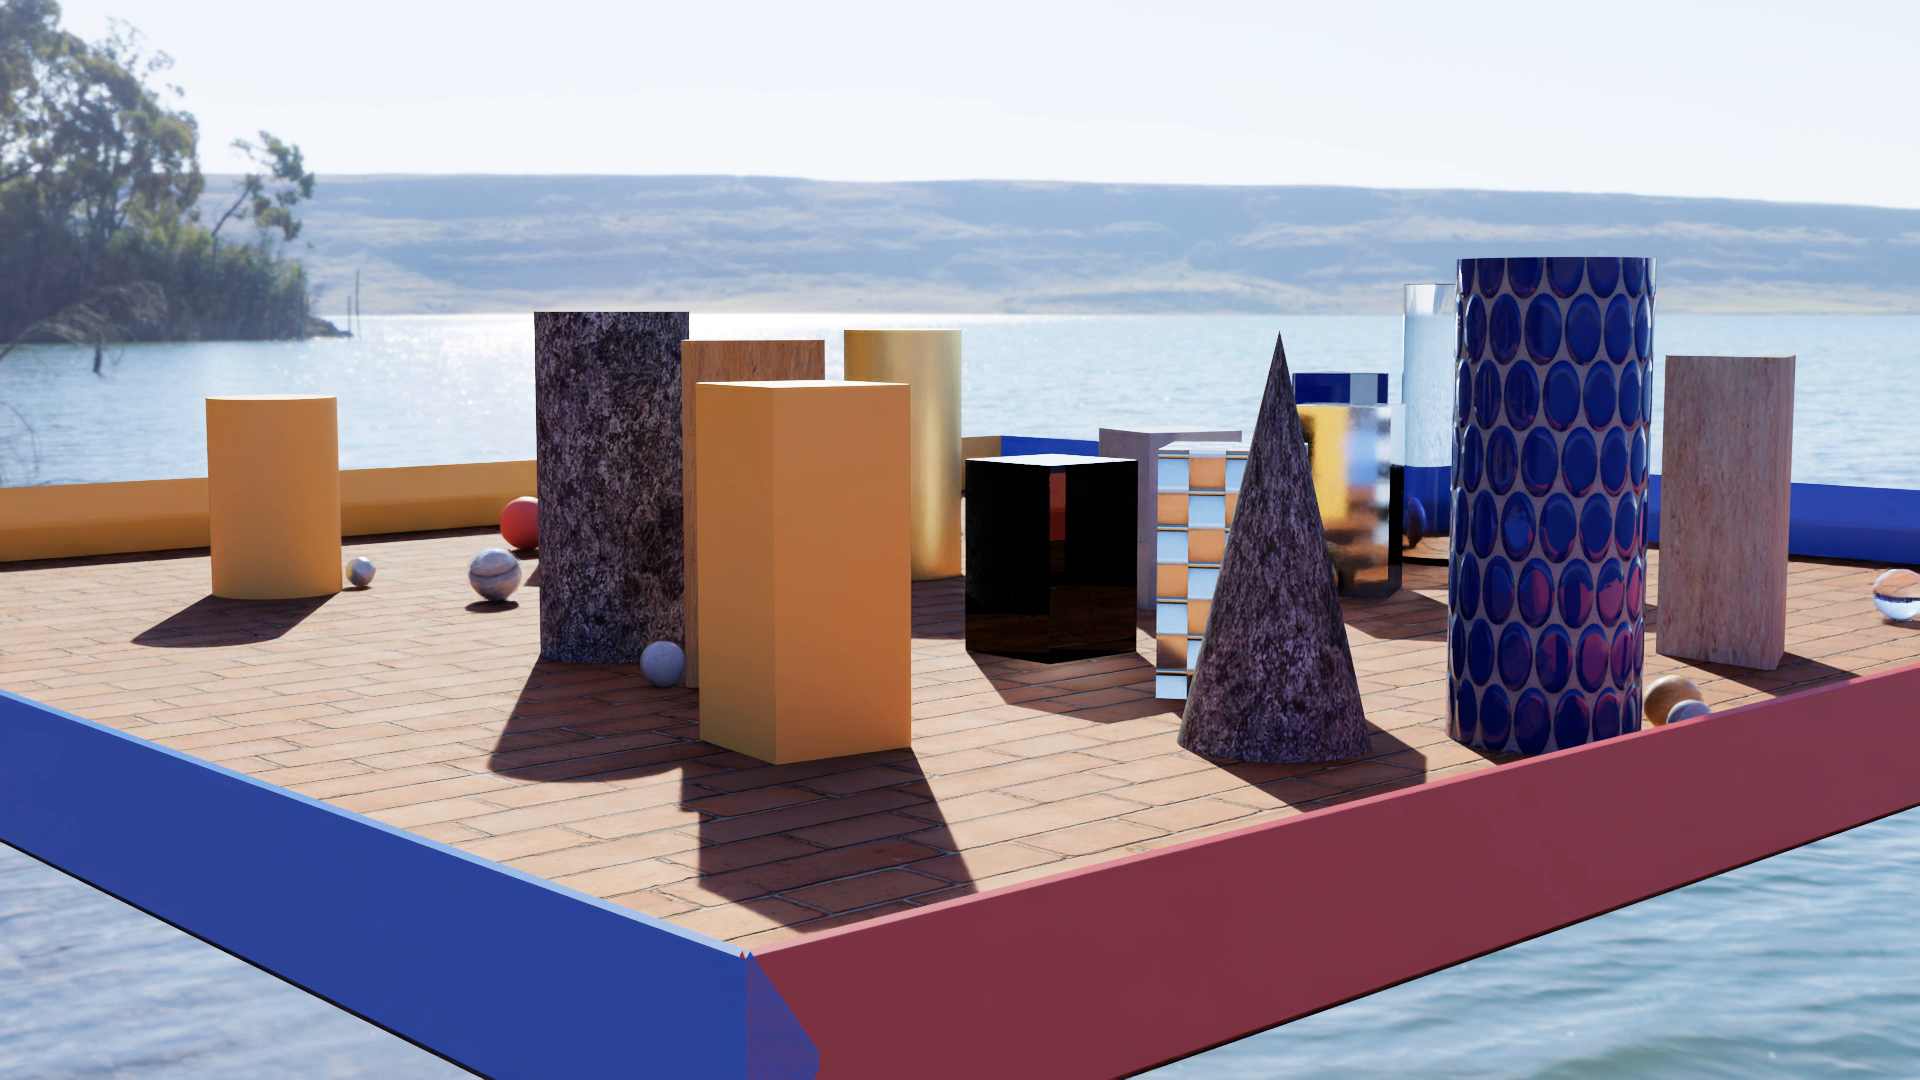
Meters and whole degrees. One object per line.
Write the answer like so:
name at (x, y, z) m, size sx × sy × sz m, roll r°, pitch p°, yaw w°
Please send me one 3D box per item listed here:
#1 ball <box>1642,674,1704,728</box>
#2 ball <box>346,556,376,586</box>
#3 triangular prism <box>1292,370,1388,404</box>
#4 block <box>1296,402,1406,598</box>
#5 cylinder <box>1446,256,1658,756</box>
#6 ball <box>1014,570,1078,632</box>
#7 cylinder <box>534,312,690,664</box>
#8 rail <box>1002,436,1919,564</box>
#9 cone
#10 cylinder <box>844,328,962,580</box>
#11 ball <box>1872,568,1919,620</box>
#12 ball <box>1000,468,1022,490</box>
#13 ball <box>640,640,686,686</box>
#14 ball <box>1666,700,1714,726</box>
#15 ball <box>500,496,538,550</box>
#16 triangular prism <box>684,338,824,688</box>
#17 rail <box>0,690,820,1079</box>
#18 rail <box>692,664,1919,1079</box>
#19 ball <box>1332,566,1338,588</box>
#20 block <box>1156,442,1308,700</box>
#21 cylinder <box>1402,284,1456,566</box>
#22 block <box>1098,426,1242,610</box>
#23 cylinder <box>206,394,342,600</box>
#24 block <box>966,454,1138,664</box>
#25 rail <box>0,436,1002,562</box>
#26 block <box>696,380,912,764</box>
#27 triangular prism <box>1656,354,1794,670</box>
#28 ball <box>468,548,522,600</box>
ball at (0.754, 0.174, 2.325) m, size 0.062 × 0.062 × 0.062 m, roll 0°, pitch 6°, yaw 0°
ball at (-0.973, 0.051, 3.567) m, size 0.048 × 0.048 × 0.048 m, roll 0°, pitch 6°, yaw 0°
triangular prism at (0.700, -0.148, 4.107) m, size 0.172 × 0.332 × 0.149 m, roll 0°, pitch 6°, yaw 4°
block at (0.615, -0.067, 3.501) m, size 0.159 × 0.296 × 0.159 m, roll 2°, pitch 6°, yaw 19°
cylinder at (0.611, -0.041, 2.282) m, size 0.199 × 0.497 × 0.199 m, roll 0°, pitch 6°, yaw 0°
ball at (0.119, 0.085, 3.050) m, size 0.088 × 0.088 × 0.088 m, roll 0°, pitch 6°, yaw 0°
cylinder at (-0.449, -0.074, 2.862) m, size 0.199 × 0.444 × 0.199 m, roll 0°, pitch 6°, yaw 0°
rail at (1.165, -0.078, 4.401) m, size 0.045 × 0.129 × 3.176 m, roll -5°, pitch 8°, yaw -42°
cone at (0.324, -0.002, 2.251) m, size 0.199 × 0.426 × 0.199 m, roll 0°, pitch 6°, yaw 0°
cylinder at (-0.096, -0.149, 3.722) m, size 0.199 × 0.414 × 0.199 m, roll 0°, pitch 6°, yaw 0°
ball at (1.356, 0.078, 3.172) m, size 0.076 × 0.076 × 0.076 m, roll 0°, pitch 6°, yaw 0°
ball at (0.129, -0.151, 5.473) m, size 0.055 × 0.055 × 0.055 m, roll 0°, pitch 6°, yaw 0°
ball at (-0.353, 0.147, 2.614) m, size 0.055 × 0.055 × 0.055 m, roll 0°, pitch 6°, yaw 0°
ball at (0.749, 0.188, 2.254) m, size 0.048 × 0.048 × 0.048 m, roll 0°, pitch 6°, yaw 0°
ball at (-0.809, -0.031, 4.106) m, size 0.099 × 0.099 × 0.099 m, roll 0°, pitch 6°, yaw 0°
triangular prism at (-0.269, -0.040, 2.689) m, size 0.172 × 0.410 × 0.149 m, roll -2°, pitch 6°, yaw -21°
rail at (-1.165, 0.145, 2.263) m, size 0.045 × 0.129 × 3.176 m, roll -5°, pitch 8°, yaw -42°
rail at (1.061, 0.153, 2.188) m, size 3.217 × 0.129 × 0.045 m, roll -5°, pitch 8°, yaw -42°
ball at (0.540, 0.062, 3.350) m, size 0.072 × 0.072 × 0.072 m, roll 0°, pitch 6°, yaw 0°
block at (0.321, 0.033, 2.584) m, size 0.159 × 0.287 × 0.159 m, roll 1°, pitch 6°, yaw 12°
cylinder at (0.884, -0.207, 3.908) m, size 0.199 × 0.491 × 0.199 m, roll 0°, pitch 6°, yaw 0°
block at (0.320, -0.037, 3.368) m, size 0.159 × 0.265 × 0.159 m, roll -3°, pitch 7°, yaw -24°
cylinder at (-1.087, -0.072, 3.488) m, size 0.199 × 0.309 × 0.199 m, roll 0°, pitch 6°, yaw 0°
block at (0.119, 0.020, 2.877) m, size 0.159 × 0.252 × 0.159 m, roll -5°, pitch 8°, yaw -41°
rail at (-1.061, -0.085, 4.475) m, size 3.217 × 0.129 × 0.045 m, roll -5°, pitch 8°, yaw -42°
block at (-0.161, 0.025, 2.255) m, size 0.159 × 0.371 × 0.159 m, roll -4°, pitch 7°, yaw -34°
triangular prism at (1.020, -0.043, 2.829) m, size 0.149 × 0.388 × 0.172 m, roll -4°, pitch 7°, yaw -35°
ball at (-0.716, 0.054, 3.387) m, size 0.081 × 0.081 × 0.081 m, roll 0°, pitch 6°, yaw 0°
